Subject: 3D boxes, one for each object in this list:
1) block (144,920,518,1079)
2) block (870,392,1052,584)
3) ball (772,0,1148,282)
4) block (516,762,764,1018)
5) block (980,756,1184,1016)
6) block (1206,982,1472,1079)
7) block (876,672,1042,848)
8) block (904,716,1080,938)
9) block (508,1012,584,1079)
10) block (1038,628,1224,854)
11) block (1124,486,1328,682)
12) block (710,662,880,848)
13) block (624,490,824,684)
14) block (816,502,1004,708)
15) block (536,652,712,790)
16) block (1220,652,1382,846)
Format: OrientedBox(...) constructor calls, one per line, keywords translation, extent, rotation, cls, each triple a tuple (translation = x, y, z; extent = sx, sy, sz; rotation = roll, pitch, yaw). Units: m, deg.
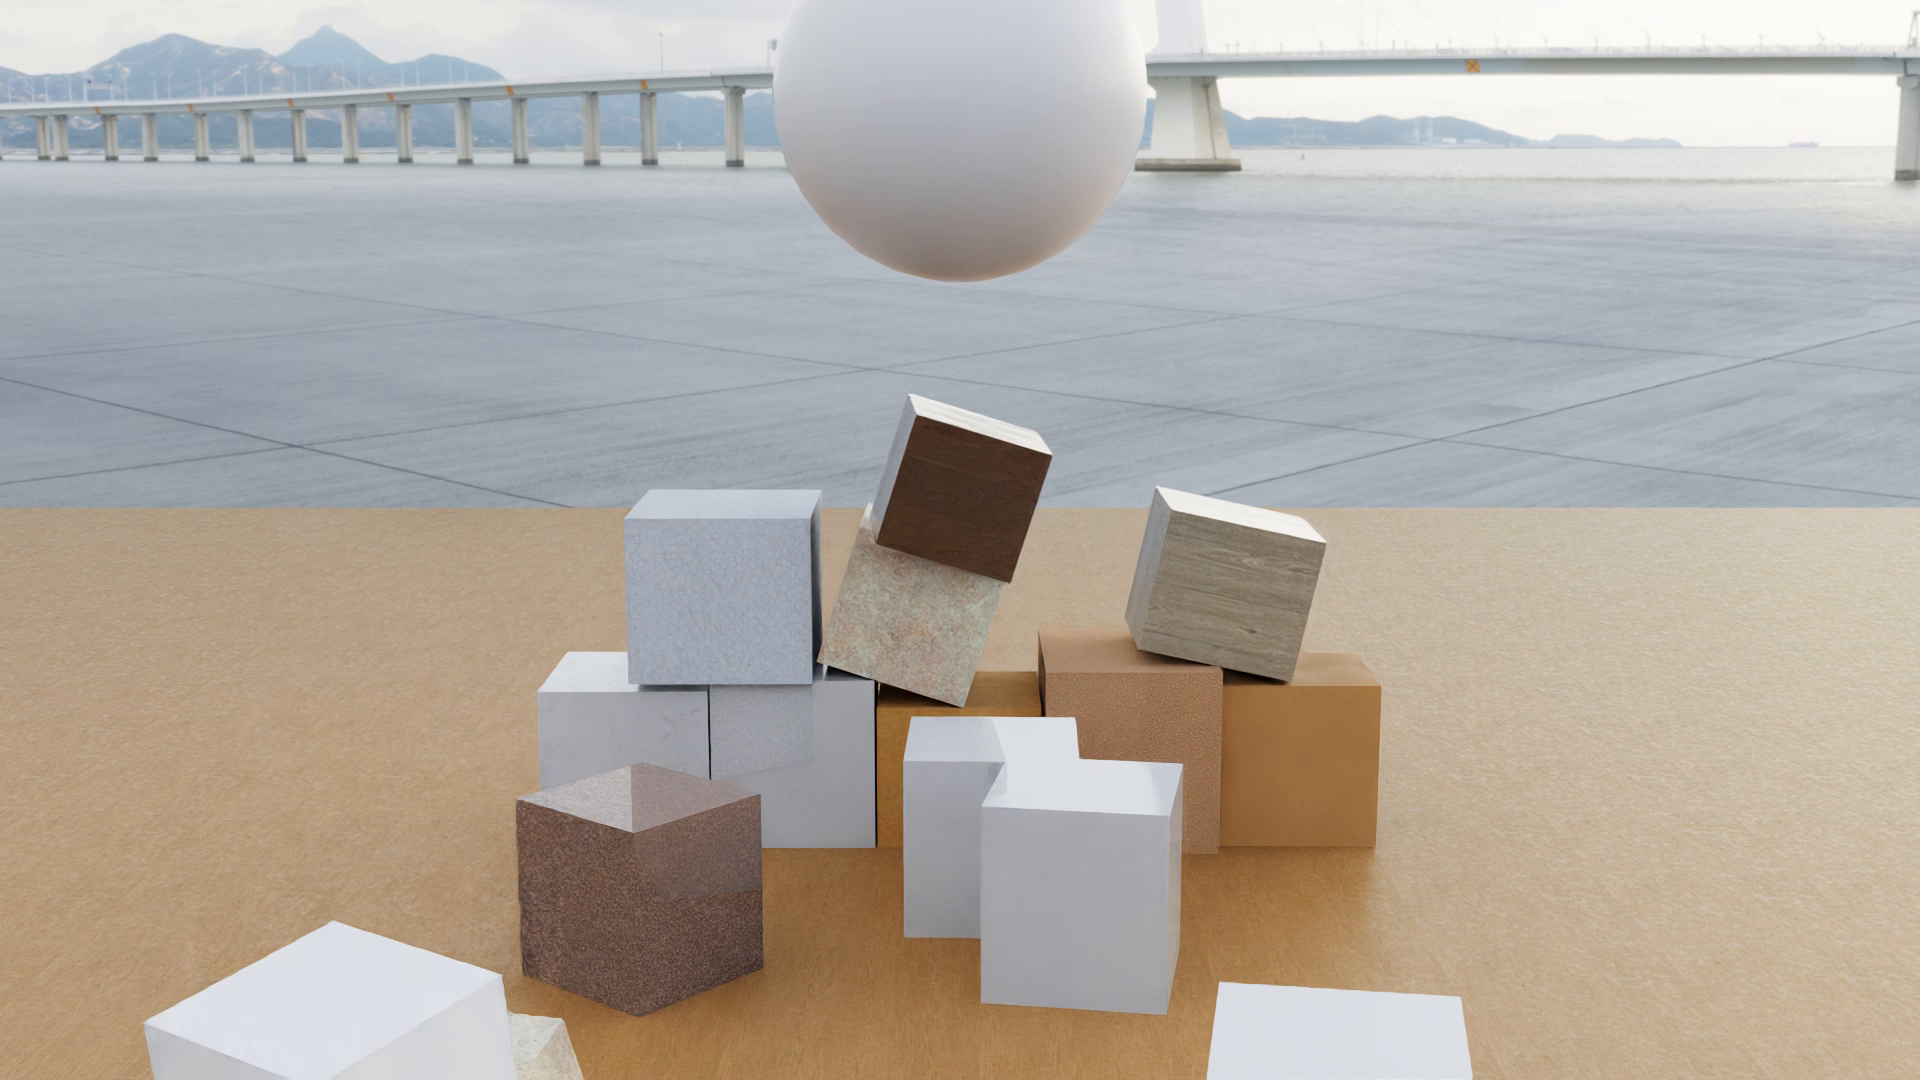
OrientedBox(translation=(-1.794, 1.628, 6.385), extent=(0.734, 0.670, 0.686), rotation=(8, 21, 34), cls="block")
OrientedBox(translation=(-0.008, -0.264, 10.814), extent=(0.681, 0.656, 0.671), rotation=(16, 11, -8), cls="block")
OrientedBox(translation=(0.000, -1.904, 9.372), extent=(1.600, 1.600, 1.600), rotation=(0, 10, 0), cls="ball")
OrientedBox(translation=(-1.356, 1.462, 9.345), extent=(0.740, 0.780, 0.711), rotation=(9, 13, 39), cls="block")
OrientedBox(translation=(0.526, 1.439, 9.295), extent=(0.765, 0.843, 0.755), rotation=(2, 10, 9), cls="block")
OrientedBox(translation=(1.113, 1.922, 6.529), extent=(0.745, 0.881, 0.910), rotation=(2, 10, 9), cls="block")
OrientedBox(translation=(-0.005, 1.122, 11.379), extent=(0.821, 0.721, 0.773), rotation=(0, 10, 0), cls="block")
OrientedBox(translation=(0.147, 1.306, 10.105), extent=(0.776, 0.814, 0.765), rotation=(0, 10, 1), cls="block")
OrientedBox(translation=(-1.555, 1.912, 7.183), extent=(0.441, 0.484, 0.551), rotation=(1, 31, 22), cls="block")
OrientedBox(translation=(0.856, 1.018, 11.372), extent=(0.869, 0.929, 1.005), rotation=(0, 10, 0), cls="block")
OrientedBox(translation=(1.336, 0.211, 11.213), extent=(0.787, 0.719, 0.729), rotation=(12, 10, -3), cls="block")
OrientedBox(translation=(-0.834, 1.052, 11.370), extent=(0.817, 0.862, 0.806), rotation=(0, 10, 0), cls="block")
OrientedBox(translation=(-1.181, 0.223, 11.207), extent=(0.907, 0.828, 0.899), rotation=(0, 10, 0), cls="block")
OrientedBox(translation=(-0.230, 0.320, 11.222), extent=(0.766, 0.716, 0.725), rotation=(18, 10, -2), cls="block")
OrientedBox(translation=(-1.674, 1.074, 11.395), extent=(0.844, 0.810, 0.871), rotation=(0, 10, 0), cls="block")
OrientedBox(translation=(1.696, 1.068, 11.368), extent=(0.801, 0.831, 0.736), rotation=(0, 10, 0), cls="block")
